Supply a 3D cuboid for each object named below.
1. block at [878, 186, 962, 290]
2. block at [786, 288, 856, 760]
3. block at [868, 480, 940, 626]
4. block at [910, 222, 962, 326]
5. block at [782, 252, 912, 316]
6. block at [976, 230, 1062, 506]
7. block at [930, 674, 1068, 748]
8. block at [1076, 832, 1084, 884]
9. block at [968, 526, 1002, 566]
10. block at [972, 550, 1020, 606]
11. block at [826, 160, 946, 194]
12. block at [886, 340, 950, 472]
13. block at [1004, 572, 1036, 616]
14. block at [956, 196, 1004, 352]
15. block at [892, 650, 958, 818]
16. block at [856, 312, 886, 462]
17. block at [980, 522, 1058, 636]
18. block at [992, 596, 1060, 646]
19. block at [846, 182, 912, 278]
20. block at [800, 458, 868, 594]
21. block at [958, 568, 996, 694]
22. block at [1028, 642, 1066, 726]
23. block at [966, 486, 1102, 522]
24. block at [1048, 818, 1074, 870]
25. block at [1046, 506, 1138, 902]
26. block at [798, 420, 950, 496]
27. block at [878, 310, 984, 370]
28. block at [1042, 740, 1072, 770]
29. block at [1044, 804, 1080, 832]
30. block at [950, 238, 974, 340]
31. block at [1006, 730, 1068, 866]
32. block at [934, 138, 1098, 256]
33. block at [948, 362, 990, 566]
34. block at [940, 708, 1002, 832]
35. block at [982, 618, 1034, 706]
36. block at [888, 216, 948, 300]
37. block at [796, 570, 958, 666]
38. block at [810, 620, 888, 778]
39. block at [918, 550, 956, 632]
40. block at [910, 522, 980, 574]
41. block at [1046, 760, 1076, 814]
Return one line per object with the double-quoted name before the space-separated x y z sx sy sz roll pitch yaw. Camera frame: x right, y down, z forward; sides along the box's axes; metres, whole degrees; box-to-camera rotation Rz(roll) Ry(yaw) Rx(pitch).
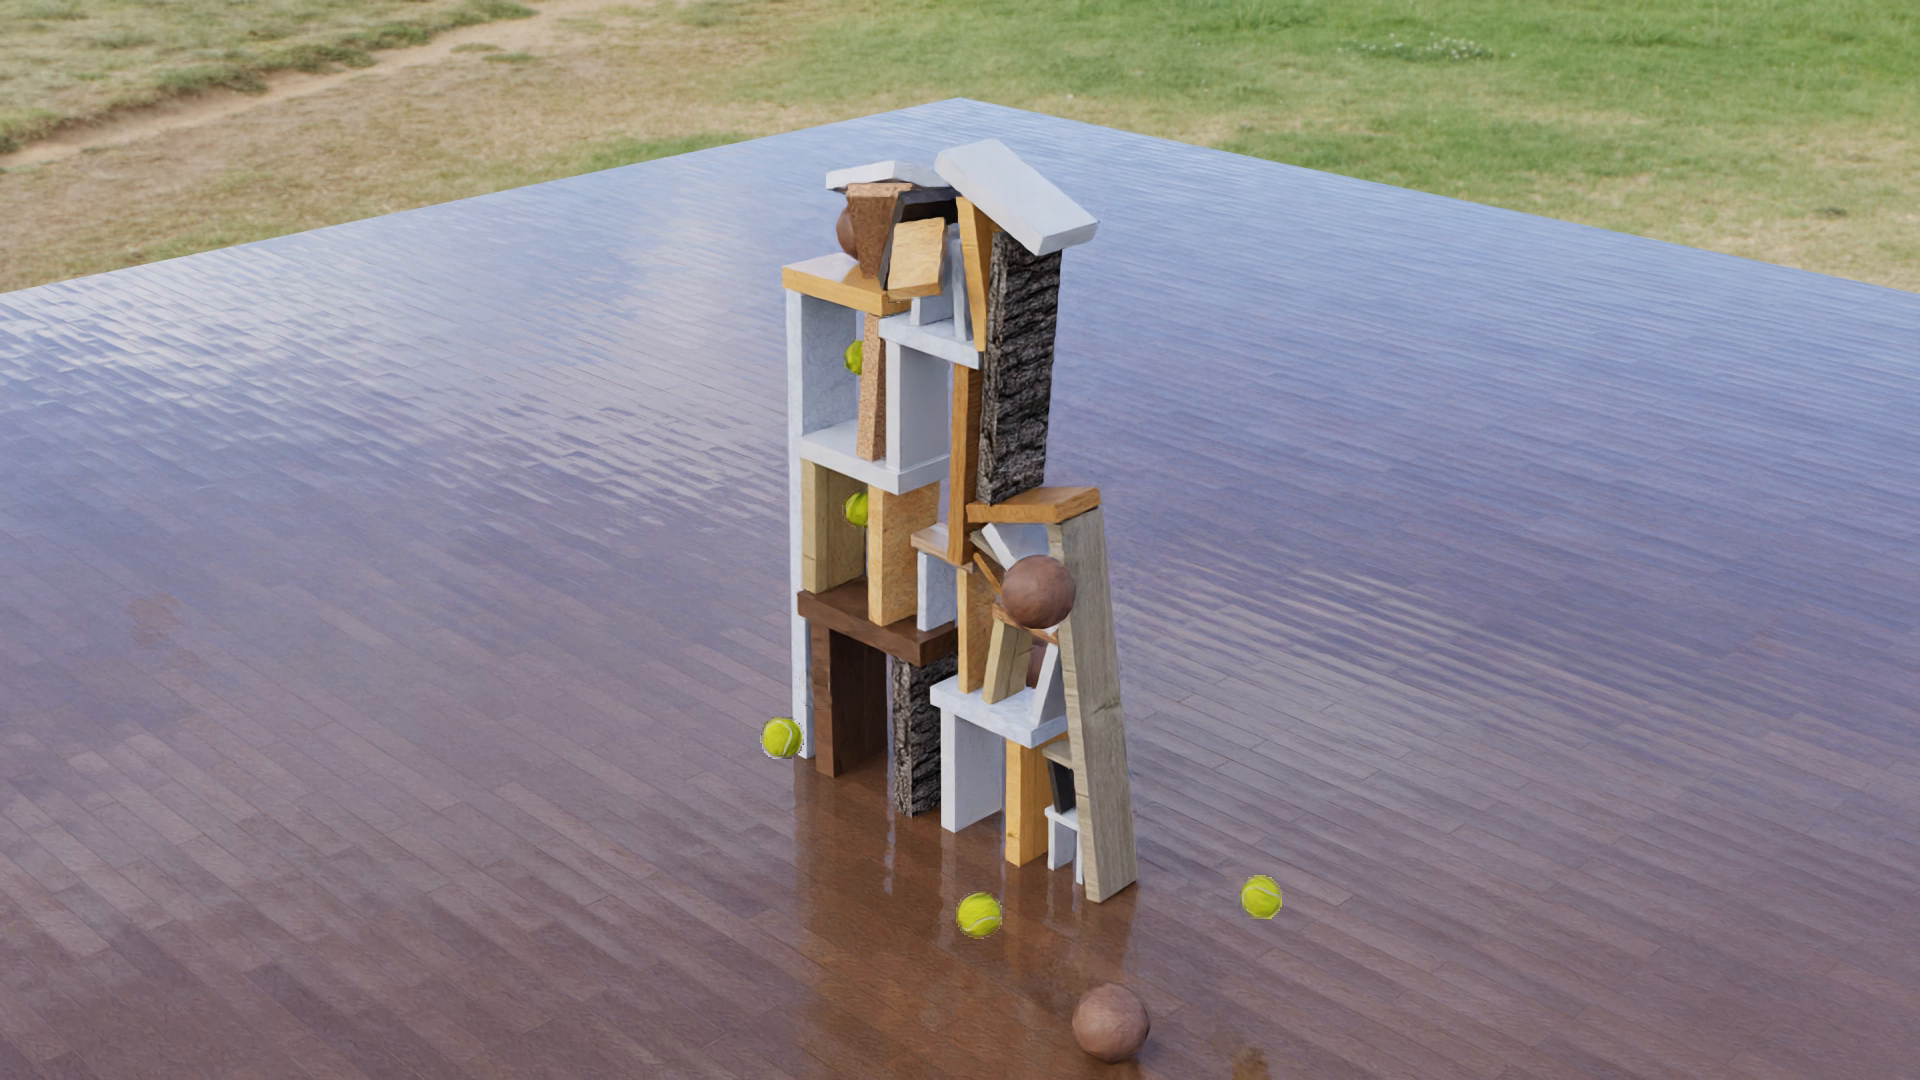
"block" -0.073 -0.553 4.032 0.116 0.232 0.033 -9 58 -20
"block" -0.280 -0.033 4.519 0.042 1.029 0.148 22 31 39
"block" -0.111 0.013 4.326 0.145 0.290 0.041 -20 32 -38
"block" -0.041 -0.485 4.022 0.090 0.181 0.026 -20 43 -28
"block" -0.191 -0.493 4.225 0.148 0.042 0.296 -20 29 -39
"block" 0.105 -0.315 3.932 0.138 0.520 0.039 -24 40 -38
"block" 0.084 0.322 4.270 0.267 0.038 0.134 21 31 40
"block" 0.248 0.599 4.208 0.016 0.111 0.055 21 31 41
"block" 0.078 0.017 4.112 0.116 0.016 0.058 38 40 27
"block" 0.076 0.064 4.147 0.016 0.116 0.058 -36 -2 39
"block" -0.139 -0.668 4.096 0.116 0.033 0.232 8 -2 -35
"block" -0.080 -0.270 4.183 0.130 0.259 0.037 -22 33 -40
"block" 0.139 0.095 4.094 0.058 0.016 0.116 -23 69 -42
"block" 0.073 -0.486 3.914 0.138 0.276 0.039 -23 23 -40
"block" -0.055 0.368 4.442 0.050 0.352 0.176 20 30 40
"block" -0.126 -0.311 4.229 0.042 0.296 0.148 25 33 34
"block" 0.149 0.055 4.066 0.117 0.033 0.233 -23 76 -43
"block" 0.160 0.148 4.114 0.094 0.027 0.187 -21 32 -40
"block" -0.136 -0.572 4.083 0.116 0.232 0.033 2 57 8
"block" -0.255 -0.048 4.470 0.041 0.290 0.145 23 32 38
"block" 0.034 0.164 4.257 0.023 0.261 0.082 21 31 40
"block" 0.188 0.257 4.134 0.094 0.187 0.027 -21 46 -41
"block" 0.133 -0.065 4.024 0.117 0.033 0.233 -23 16 -40
"block" 0.196 0.578 4.256 0.016 0.111 0.055 21 31 41
"block" 0.248 0.309 4.073 0.033 0.752 0.117 10 25 42
"block" -0.168 -0.165 4.320 0.145 0.041 0.290 -21 31 -40
"block" -0.014 -0.378 4.058 0.259 0.037 0.130 22 33 39
"block" 0.213 0.412 4.172 0.054 0.015 0.107 -20 30 -39
"block" 0.222 0.530 4.207 0.111 0.016 0.055 21 31 41
"block" 0.028 -0.460 3.974 0.026 0.181 0.090 17 30 42
"block" 0.149 0.487 4.271 0.134 0.267 0.038 -21 31 -41
"block" 0.096 -0.598 3.819 0.138 0.039 0.276 -21 53 -39
"block" 0.041 -0.156 4.102 0.037 0.402 0.130 25 35 38
"block" 0.023 0.438 4.387 0.038 0.267 0.134 21 31 41
"block" 0.095 0.219 4.221 0.094 0.187 0.027 -21 42 -41
"block" -0.074 -0.498 3.885 0.090 0.026 0.181 -6 46 12
"block" -0.144 0.152 4.437 0.352 0.050 0.176 20 30 39
"block" -0.229 0.302 4.598 0.050 0.352 0.176 17 28 35
"block" -0.046 0.089 4.310 0.023 0.165 0.082 21 31 40
"block" -0.008 0.015 4.233 0.165 0.023 0.082 25 34 37
"block" 0.198 0.463 4.208 0.054 0.107 0.015 -21 17 -41
